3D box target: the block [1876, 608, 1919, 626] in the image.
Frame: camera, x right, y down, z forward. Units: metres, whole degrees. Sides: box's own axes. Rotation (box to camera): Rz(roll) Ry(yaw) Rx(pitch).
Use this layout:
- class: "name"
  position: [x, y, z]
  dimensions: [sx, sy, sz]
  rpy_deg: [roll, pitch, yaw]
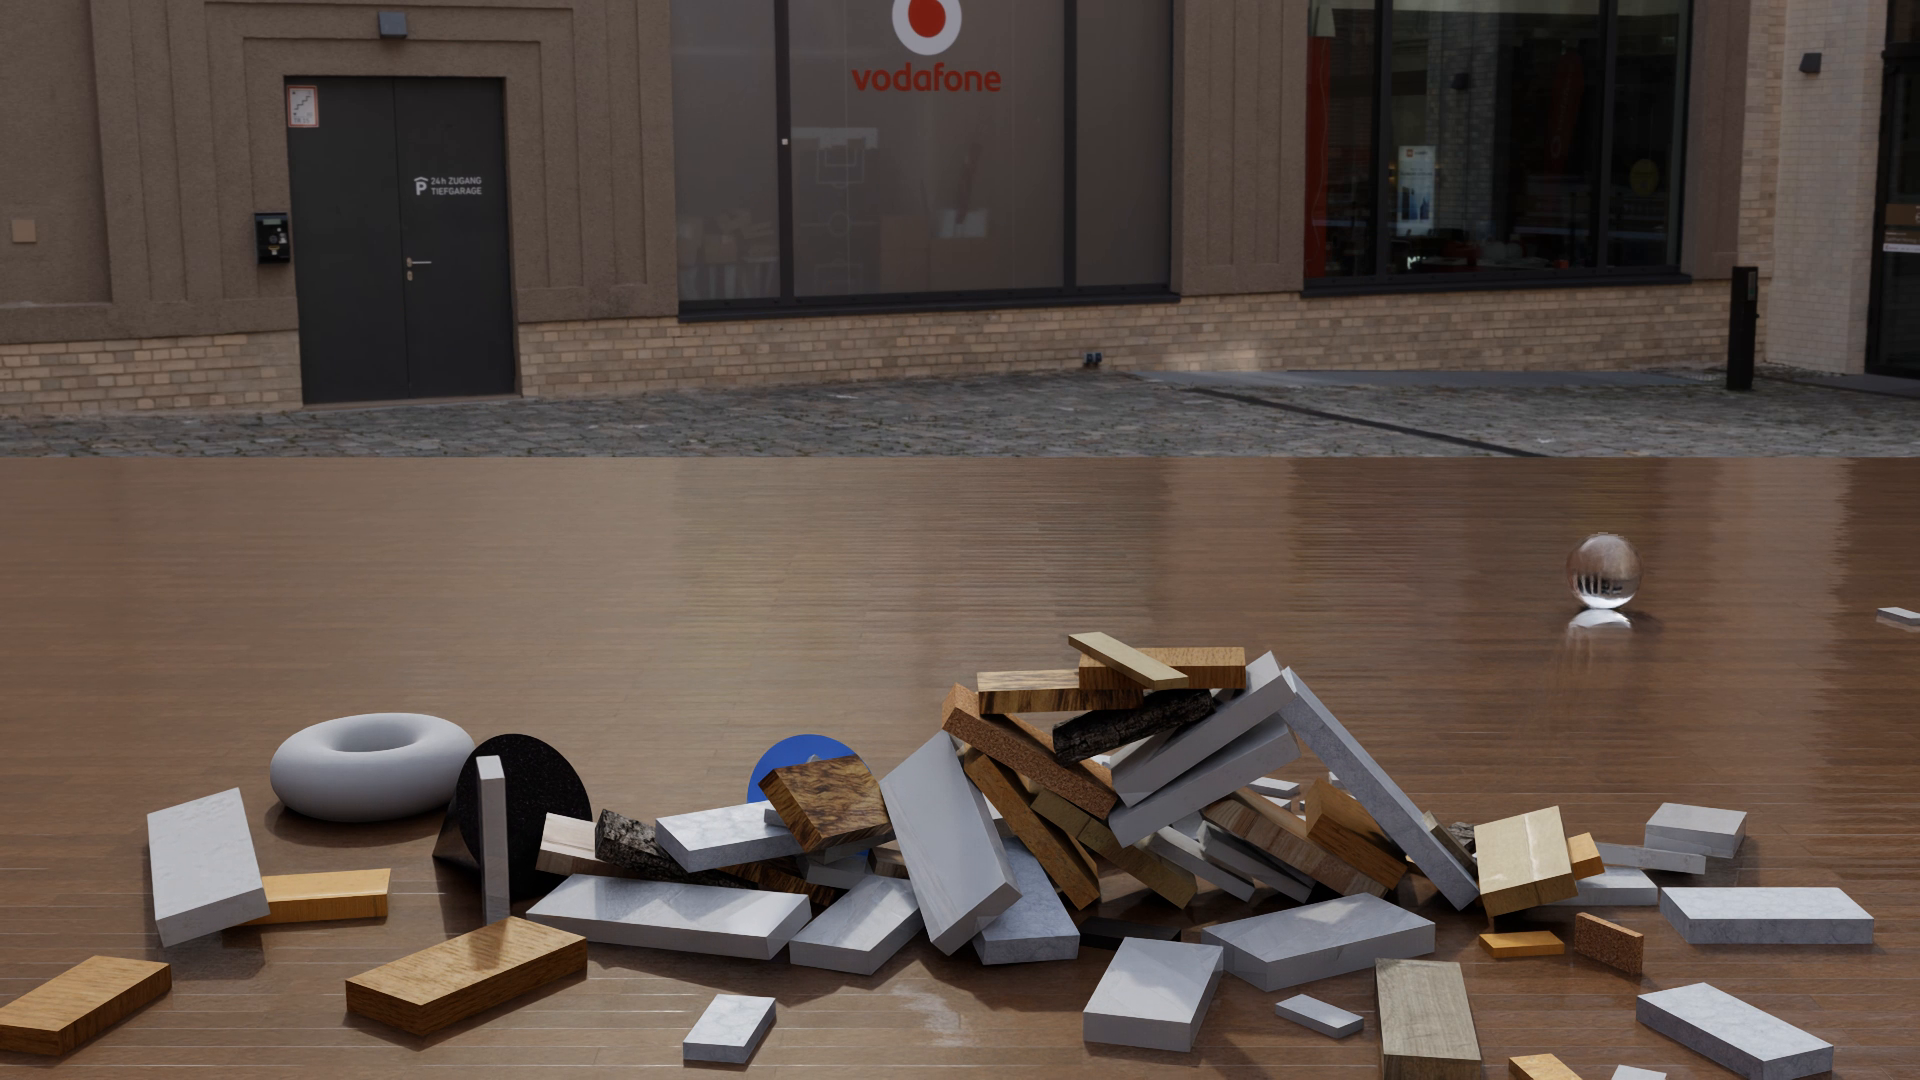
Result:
- class: "block"
  position: [2.458, 0.198, 5.731]
  dimensions: [0.062, 0.018, 0.124]
  rpy_deg: [-3, 11, -16]

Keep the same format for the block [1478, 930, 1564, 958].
- class: "block"
  position: [0.873, 0.628, 3.418]
  dimensions: [0.115, 0.016, 0.058]
  rpy_deg: [-2, 11, -9]

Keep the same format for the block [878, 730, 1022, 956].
- class: "block"
  position: [-0.021, 0.473, 3.512]
  dimensions: [0.151, 0.043, 0.417]
  rpy_deg: [-40, 31, 10]

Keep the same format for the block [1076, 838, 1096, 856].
- class: "block"
  position: [0.194, 0.516, 3.943]
  dimensions: [0.162, 0.046, 0.374]
  rpy_deg: [8, 13, 37]

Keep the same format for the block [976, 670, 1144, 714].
- class: "block"
  position: [0.163, 0.247, 3.615]
  dimensions: [0.266, 0.038, 0.133]
  rpy_deg: [-2, 10, -1]

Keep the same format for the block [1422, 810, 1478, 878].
- class: "block"
  position: [0.816, 0.505, 3.649]
  dimensions: [0.017, 0.118, 0.059]
  rpy_deg: [-42, 14, 10]

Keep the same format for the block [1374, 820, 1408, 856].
- class: "block"
  position: [0.713, 0.474, 3.687]
  dimensions: [0.058, 0.017, 0.117]
  rpy_deg: [40, 13, -39]

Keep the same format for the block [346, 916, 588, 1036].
- class: "block"
  position: [-0.728, 0.642, 3.262]
  dimensions: [0.162, 0.046, 0.324]
  rpy_deg: [7, 13, 35]

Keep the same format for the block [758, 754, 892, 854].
- class: "block"
  position: [-0.207, 0.425, 3.567]
  dimensions: [0.137, 0.039, 0.274]
  rpy_deg: [53, 20, 17]

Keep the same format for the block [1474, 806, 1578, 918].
- class: "block"
  position: [0.922, 0.522, 3.593]
  dimensions: [0.144, 0.041, 0.288]
  rpy_deg: [-17, 11, 15]

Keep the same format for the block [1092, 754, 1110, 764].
- class: "block"
  position: [0.262, 0.453, 4.351]
  dimensions: [0.070, 0.020, 0.139]
  rpy_deg: [5, 12, 25]

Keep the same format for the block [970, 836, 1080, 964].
- class: "block"
  position: [0.070, 0.567, 3.486]
  dimensions: [0.151, 0.043, 0.301]
  rpy_deg: [-1, 22, -16]

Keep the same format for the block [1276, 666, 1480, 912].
- class: "block"
  position: [0.679, 0.407, 3.619]
  dimensions: [0.046, 0.453, 0.162]
  rpy_deg: [-42, 6, 10]

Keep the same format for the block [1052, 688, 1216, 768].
- class: "block"
  position: [0.282, 0.292, 3.590]
  dimensions: [0.266, 0.038, 0.133]
  rpy_deg: [-20, 9, 5]

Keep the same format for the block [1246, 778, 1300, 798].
- class: "block"
  position: [0.595, 0.475, 4.245]
  dimensions: [0.106, 0.015, 0.053]
  rpy_deg: [7, 13, 34]

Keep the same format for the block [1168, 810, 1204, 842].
- class: "block"
  position: [0.408, 0.485, 4.191]
  dimensions: [0.059, 0.017, 0.591]
  rpy_deg: [0, 11, -2]

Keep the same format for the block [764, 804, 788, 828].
- class: "block"
  position: [-0.254, 0.432, 3.625]
  dimensions: [0.086, 0.024, 0.173]
  rpy_deg: [9, 15, 12]

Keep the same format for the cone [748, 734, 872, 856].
- class: "cone"
  position: [-0.307, 0.495, 3.869]
  dimensions: [0.254, 0.254, 0.254]
  rpy_deg: [-6, -14, -31]

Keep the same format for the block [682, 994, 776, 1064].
- class: "block"
  position: [-0.322, 0.685, 3.090]
  dimensions: [0.086, 0.024, 0.173]
  rpy_deg: [2, 11, 10]

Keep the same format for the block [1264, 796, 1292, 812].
- class: "block"
  position: [0.553, 0.505, 4.075]
  dimensions: [0.070, 0.020, 0.140]
  rpy_deg: [7, 12, 32]

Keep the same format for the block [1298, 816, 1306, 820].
- class: "block"
  position: [0.644, 0.513, 3.972]
  dimensions: [0.133, 0.014, 0.048]
  rpy_deg: [2, 11, 9]

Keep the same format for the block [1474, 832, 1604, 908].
- class: "block"
  position: [0.946, 0.545, 3.631]
  dimensions: [0.213, 0.030, 0.107]
  rpy_deg: [-18, 10, 10]

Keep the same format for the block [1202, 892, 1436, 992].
- class: "block"
  position: [0.553, 0.617, 3.394]
  dimensions: [0.327, 0.046, 0.163]
  rpy_deg: [-6, 12, -29]

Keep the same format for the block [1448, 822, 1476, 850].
- class: "block"
  position: [0.873, 0.532, 3.881]
  dimensions: [0.059, 0.017, 0.227]
  rpy_deg: [8, 8, 28]

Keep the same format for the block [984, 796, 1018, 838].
- class: "block"
  position: [0.114, 0.477, 3.871]
  dimensions: [0.325, 0.046, 0.162]
  rpy_deg: [-4, 11, -30]

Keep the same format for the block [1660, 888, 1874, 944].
- class: "block"
  position: [1.285, 0.599, 3.511]
  dimensions: [0.288, 0.041, 0.144]
  rpy_deg: [0, 11, 0]

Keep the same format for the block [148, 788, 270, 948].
- class: "block"
  position: [-1.265, 0.537, 3.681]
  dimensions: [0.162, 0.046, 0.647]
  rpy_deg: [-16, 13, -18]

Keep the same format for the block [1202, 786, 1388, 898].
- class: "block"
  position: [0.542, 0.490, 3.636]
  dimensions: [0.327, 0.046, 0.163]
  rpy_deg: [30, 8, -7]

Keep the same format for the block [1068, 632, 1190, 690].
- class: "block"
  position: [0.267, 0.192, 3.530]
  dimensions: [0.058, 0.016, 0.362]
  rpy_deg: [-5, 10, -18]

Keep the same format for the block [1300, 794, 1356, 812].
- class: "block"
  position: [0.694, 0.496, 4.135]
  dimensions: [0.106, 0.015, 0.053]
  rpy_deg: [-8, 13, -37]

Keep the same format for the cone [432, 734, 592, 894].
- class: "cone"
  position: [-0.828, 0.506, 3.778]
  dimensions: [0.278, 0.278, 0.278]
  rpy_deg: [-25, -7, 38]

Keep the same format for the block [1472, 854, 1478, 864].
- class: "block"
  position: [0.956, 0.549, 3.832]
  dimensions: [0.076, 0.022, 0.152]
  rpy_deg: [8, 13, 36]

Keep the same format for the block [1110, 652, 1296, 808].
- class: "block"
  position: [0.392, 0.307, 3.582]
  dimensions: [0.323, 0.046, 0.162]
  rpy_deg: [-35, 8, 8]

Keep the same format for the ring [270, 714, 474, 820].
- class: "ring"
  position: [-1.113, 0.430, 4.186]
  dimensions: [0.385, 0.128, 0.385]
  rpy_deg: [0, 12, 0]

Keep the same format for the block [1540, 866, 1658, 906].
- class: "block"
  position: [1.038, 0.576, 3.663]
  dimensions: [0.213, 0.030, 0.107]
  rpy_deg: [0, 11, -1]

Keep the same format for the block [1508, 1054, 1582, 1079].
- class: "block"
  position: [0.787, 0.719, 2.925]
  dimensions: [0.062, 0.018, 0.124]
  rpy_deg: [-2, 11, -13]

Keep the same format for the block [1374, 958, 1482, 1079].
- class: "block"
  position: [0.647, 0.666, 3.067]
  dimensions: [0.123, 0.035, 0.438]
  rpy_deg: [2, 6, 9]
